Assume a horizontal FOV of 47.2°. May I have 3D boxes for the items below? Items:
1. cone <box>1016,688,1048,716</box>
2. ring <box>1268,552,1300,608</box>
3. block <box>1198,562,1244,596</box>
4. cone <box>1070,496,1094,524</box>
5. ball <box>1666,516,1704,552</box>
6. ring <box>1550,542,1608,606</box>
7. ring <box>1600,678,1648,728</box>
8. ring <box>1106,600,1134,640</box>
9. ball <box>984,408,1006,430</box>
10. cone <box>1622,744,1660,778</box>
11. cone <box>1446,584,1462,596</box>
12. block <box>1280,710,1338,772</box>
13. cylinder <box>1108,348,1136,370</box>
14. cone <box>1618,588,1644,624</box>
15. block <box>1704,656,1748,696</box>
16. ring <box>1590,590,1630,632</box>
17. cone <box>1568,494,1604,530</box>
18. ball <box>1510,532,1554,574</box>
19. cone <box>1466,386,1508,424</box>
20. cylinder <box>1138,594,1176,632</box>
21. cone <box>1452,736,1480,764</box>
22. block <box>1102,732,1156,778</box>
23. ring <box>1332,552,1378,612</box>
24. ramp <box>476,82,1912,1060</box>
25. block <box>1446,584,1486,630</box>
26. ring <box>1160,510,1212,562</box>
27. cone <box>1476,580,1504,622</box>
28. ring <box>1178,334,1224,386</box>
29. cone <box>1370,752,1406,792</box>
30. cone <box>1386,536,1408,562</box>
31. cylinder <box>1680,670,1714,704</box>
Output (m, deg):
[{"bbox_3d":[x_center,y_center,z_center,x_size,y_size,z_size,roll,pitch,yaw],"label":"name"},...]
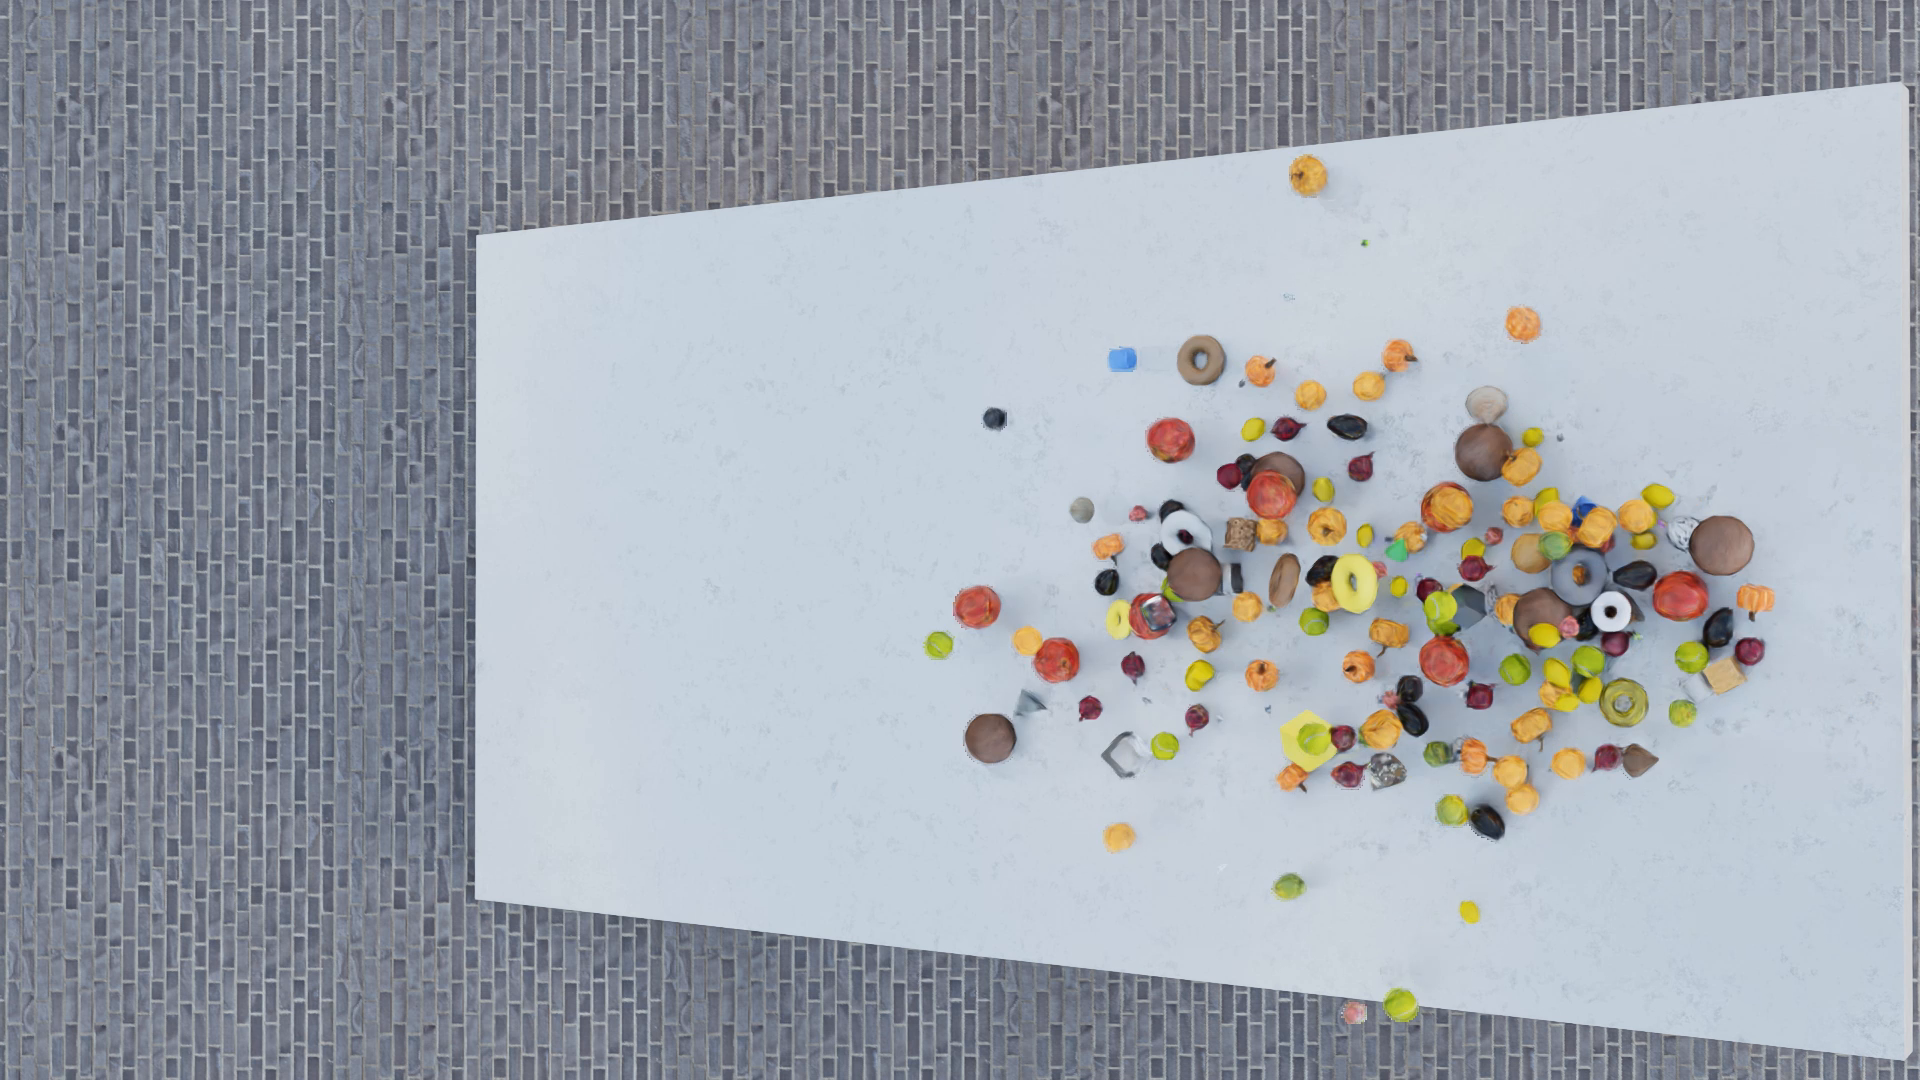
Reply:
[{"bbox_3d":[0.185,0.419,5.566,0.074,0.074,0.074,14,90,5],"label":"cone"},{"bbox_3d":[0.746,0.093,5.062,0.044,0.131,0.131,14,90,-5],"label":"ring"},{"bbox_3d":[0.623,0.095,5.260,0.073,0.073,0.073,-1,85,-44],"label":"block"},{"bbox_3d":[0.288,-0.074,5.484,0.069,0.069,0.069,0,89,32],"label":"cone"},{"bbox_3d":[1.546,-0.014,4.686,0.076,0.076,0.076,0,89,0],"label":"ball"},{"bbox_3d":[1.330,0.073,4.726,0.139,0.046,0.139,2,86,-21],"label":"ring"},{"bbox_3d":[1.440,0.354,4.772,0.109,0.036,0.109,0,91,36],"label":"ring"},{"bbox_3d":[0.394,0.196,5.419,0.033,0.098,0.098,7,89,-30],"label":"ring"},{"bbox_3d":[0.087,-0.311,5.620,0.056,0.056,0.056,0,89,0],"label":"ball"},{"bbox_3d":[1.460,0.467,4.669,0.072,0.072,0.072,4,82,-26],"label":"cone"},{"bbox_3d":[1.116,0.125,4.969,0.054,0.054,0.054,0,89,32],"label":"cone"},{"bbox_3d":[0.809,0.466,5.106,0.087,0.087,0.087,-31,128,-19],"label":"block"},{"bbox_3d":[0.400,-0.447,5.427,0.052,0.052,0.052,-4,89,32],"label":"cylinder"},{"bbox_3d":[1.418,0.165,4.758,0.086,0.086,0.086,-40,90,25],"label":"cone"},{"bbox_3d":[1.617,0.286,4.646,0.060,0.060,0.060,-32,75,25],"label":"block"},{"bbox_3d":[1.394,0.153,4.712,0.089,0.030,0.089,0,90,37],"label":"ring"},{"bbox_3d":[1.366,-0.075,4.814,0.078,0.078,0.078,3,131,3],"label":"cone"},{"bbox_3d":[1.263,0.030,4.856,0.091,0.091,0.091,0,89,0],"label":"ball"},{"bbox_3d":[1.171,-0.279,4.884,0.092,0.092,0.092,6,125,8],"label":"cone"},{"bbox_3d":[0.468,0.174,5.214,0.067,0.067,0.067,-28,97,0],"label":"cylinder"},{"bbox_3d":[1.129,0.476,4.950,0.066,0.066,0.066,0,89,32],"label":"cone"},{"bbox_3d":[0.412,0.527,5.395,0.078,0.078,0.078,46,112,24],"label":"block"},{"bbox_3d":[0.893,0.097,4.980,0.046,0.137,0.137,-7,89,-29],"label":"ring"},{"bbox_3d":[0.260,0.071,5.600,4.000,0.100,2.000,0,89,32],"label":"ramp"},{"bbox_3d":[1.117,0.147,4.860,0.062,0.062,0.062,25,49,-19],"label":"block"},{"bbox_3d":[0.538,-0.008,5.235,0.134,0.045,0.134,18,126,27],"label":"ring"},{"bbox_3d":[1.191,0.153,4.930,0.088,0.088,0.088,45,90,-5],"label":"cone"},{"bbox_3d":[0.583,-0.434,5.318,0.125,0.042,0.125,1,91,32],"label":"ring"},{"bbox_3d":[0.968,0.555,5.067,0.091,0.091,0.091,20,133,0],"label":"cone"},{"bbox_3d":[0.994,0.012,4.970,0.052,0.052,0.052,13,126,0],"label":"cone"},{"bbox_3d":[1.572,0.314,4.679,0.053,0.053,0.053,-32,73,0],"label":"cylinder"}]
